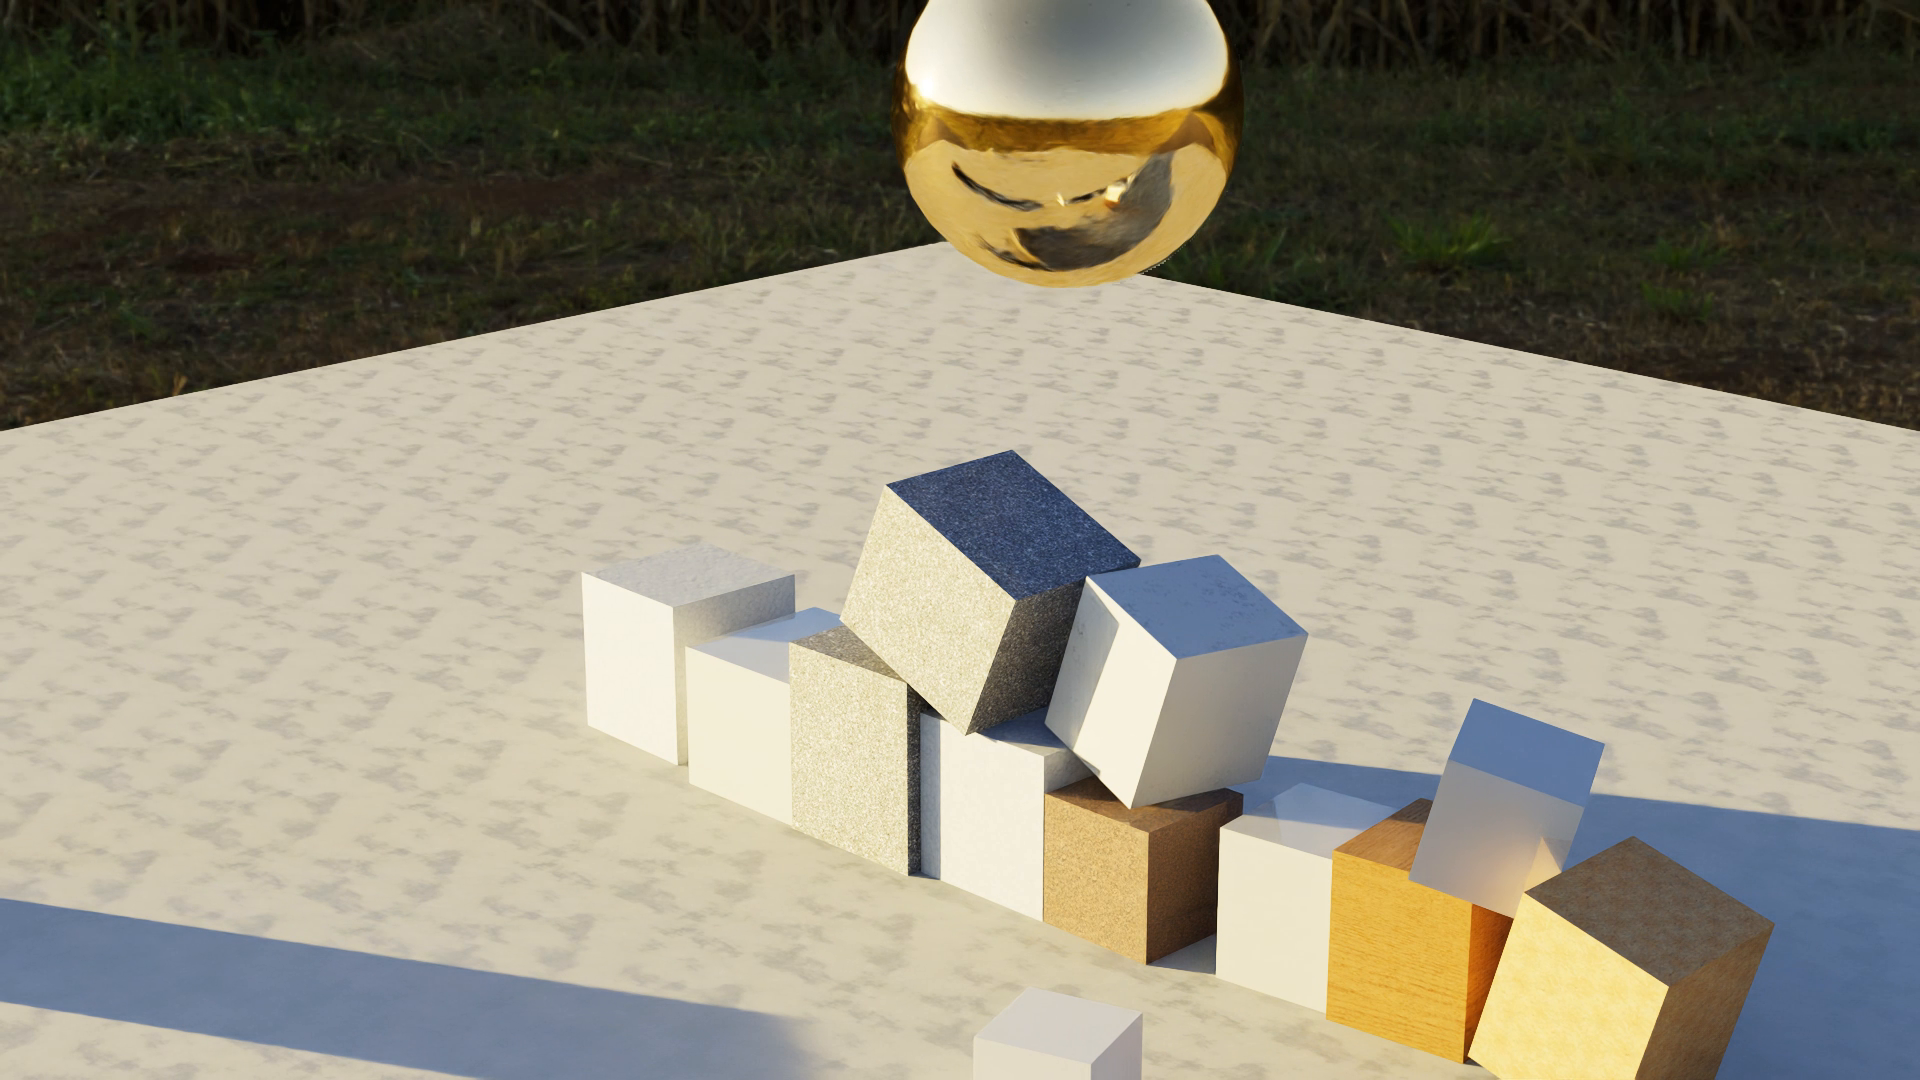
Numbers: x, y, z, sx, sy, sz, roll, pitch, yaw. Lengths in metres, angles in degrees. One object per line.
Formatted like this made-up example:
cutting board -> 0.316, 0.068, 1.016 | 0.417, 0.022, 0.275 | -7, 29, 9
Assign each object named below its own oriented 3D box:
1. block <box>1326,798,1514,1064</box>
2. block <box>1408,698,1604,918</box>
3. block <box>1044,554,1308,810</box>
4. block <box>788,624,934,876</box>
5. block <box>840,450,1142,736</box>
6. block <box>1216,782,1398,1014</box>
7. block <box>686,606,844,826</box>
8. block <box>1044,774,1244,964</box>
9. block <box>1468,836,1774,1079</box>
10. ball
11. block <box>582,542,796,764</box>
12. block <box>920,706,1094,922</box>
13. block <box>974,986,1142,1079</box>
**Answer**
block -> 1.974, 1.589, 12.032 | 0.636, 0.754, 0.706 | 13, 22, 36
block -> 2.145, 1.064, 11.501 | 0.541, 0.561, 0.567 | 19, 27, 12
block -> 0.936, 0.607, 12.773 | 0.742, 0.780, 0.648 | -9, 37, -35
block -> -0.210, 0.915, 13.864 | 0.790, 0.940, 0.876 | 17, 24, 42
block -> 0.131, 0.225, 13.254 | 0.811, 0.770, 0.880 | -17, 48, -42
block -> 1.503, 1.505, 12.407 | 0.564, 0.688, 0.633 | 13, 22, 36
block -> -0.765, 0.853, 14.434 | 0.853, 0.718, 0.772 | -17, 24, -42
block -> 0.803, 1.399, 12.874 | 0.617, 0.612, 0.607 | -16, 24, -42
block -> 2.540, 1.733, 11.283 | 0.759, 0.783, 0.662 | -17, 39, -43
ball -> 0.483, -1.939, 13.239 | 1.600, 1.600, 1.600 | 0, 17, 0
block -> -1.391, 0.569, 15.138 | 0.784, 0.837, 0.763 | -16, 23, -40
block -> 0.349, 1.157, 13.359 | 0.766, 0.783, 0.731 | 17, 24, 42
block -> 0.372, 2.040, 11.076 | 0.478, 0.465, 0.474 | 9, 19, 26
